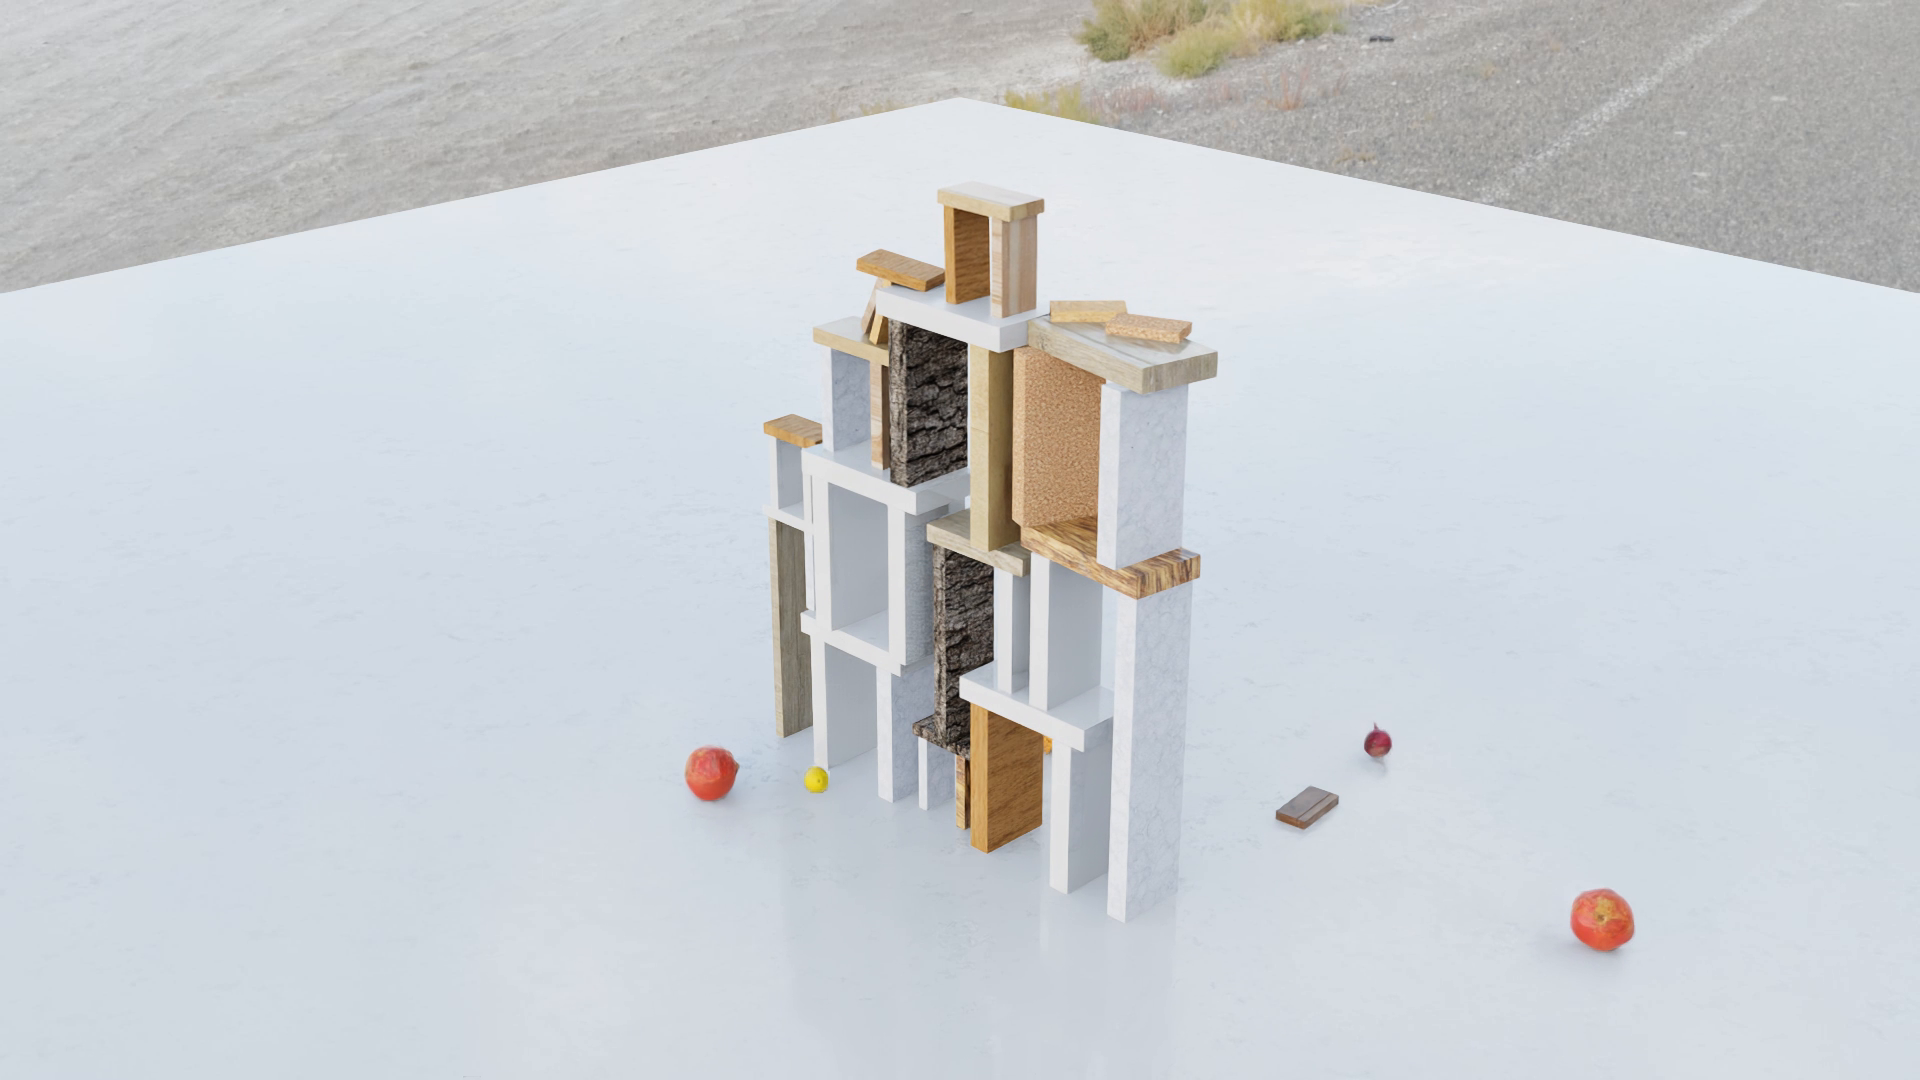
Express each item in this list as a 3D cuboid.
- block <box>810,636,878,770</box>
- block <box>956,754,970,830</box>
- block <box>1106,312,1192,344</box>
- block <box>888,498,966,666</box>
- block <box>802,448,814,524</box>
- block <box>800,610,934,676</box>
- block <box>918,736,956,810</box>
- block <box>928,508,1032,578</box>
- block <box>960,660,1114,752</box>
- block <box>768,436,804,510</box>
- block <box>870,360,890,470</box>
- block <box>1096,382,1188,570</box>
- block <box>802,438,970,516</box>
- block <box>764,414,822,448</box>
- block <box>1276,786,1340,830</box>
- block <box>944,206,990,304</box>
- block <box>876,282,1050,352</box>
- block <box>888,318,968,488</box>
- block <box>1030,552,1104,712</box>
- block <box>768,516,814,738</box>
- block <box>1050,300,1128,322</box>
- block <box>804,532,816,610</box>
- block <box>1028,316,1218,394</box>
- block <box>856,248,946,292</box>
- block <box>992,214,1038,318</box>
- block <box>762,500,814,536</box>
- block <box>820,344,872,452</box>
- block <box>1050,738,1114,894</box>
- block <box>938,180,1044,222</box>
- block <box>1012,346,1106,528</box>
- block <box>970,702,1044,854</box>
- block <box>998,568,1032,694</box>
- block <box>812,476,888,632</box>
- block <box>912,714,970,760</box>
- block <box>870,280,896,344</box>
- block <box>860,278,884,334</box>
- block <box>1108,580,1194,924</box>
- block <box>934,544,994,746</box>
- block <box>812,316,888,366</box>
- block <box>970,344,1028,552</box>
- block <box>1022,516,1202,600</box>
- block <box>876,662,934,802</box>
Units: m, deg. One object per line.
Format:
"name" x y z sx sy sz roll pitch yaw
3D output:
"block" -0.240 0.319 4.627 0.042 0.298 0.149 21 31 41
"block" 0.029 0.491 4.396 0.023 0.162 0.081 21 31 40
"block" 0.329 -0.370 3.827 0.135 0.019 0.068 10 25 22
"block" -0.065 0.067 4.313 0.163 0.327 0.046 -21 31 -40
"block" -0.282 -0.120 4.469 0.022 0.158 0.079 20 30 39
"block" -0.171 0.190 4.496 0.149 0.042 0.298 -21 31 -41
"block" -0.047 0.461 4.466 0.023 0.162 0.081 21 31 40
"block" 0.069 0.002 4.152 0.247 0.035 0.124 21 31 40
"block" 0.168 0.303 4.177 0.317 0.045 0.158 21 31 40
"block" -0.354 -0.150 4.537 0.079 0.158 0.022 -21 31 -40
"block" -0.123 -0.253 4.256 0.030 0.215 0.108 21 31 40
"block" 0.317 -0.125 3.810 0.163 0.327 0.046 -18 29 -36
"block" -0.141 -0.135 4.312 0.327 0.046 0.163 21 31 41
"block" -0.317 -0.218 4.468 0.158 0.022 0.079 21 31 40
"block" 0.705 0.542 4.459 0.068 0.019 0.135 17 29 35
"block" 0.014 -0.525 3.986 0.090 0.179 0.025 -21 29 -40
"block" 0.016 -0.419 4.026 0.163 0.046 0.327 -20 30 -39
"block" -0.059 -0.277 4.170 0.046 0.327 0.163 21 31 40
"block" 0.199 0.149 4.089 0.044 0.308 0.154 21 30 40
"block" -0.359 0.178 4.687 0.024 0.512 0.086 21 31 41
"block" 0.228 -0.408 3.915 0.135 0.019 0.067 0 23 0
"block" -0.279 0.053 4.546 0.086 0.172 0.024 -21 31 -40
"block" 0.279 -0.335 3.828 0.163 0.046 0.327 -15 27 -31
"block" -0.108 -0.505 4.115 0.155 0.022 0.077 21 32 26
"block" 0.097 -0.491 3.907 0.090 0.179 0.025 -21 30 -40
"block" -0.320 -0.053 4.544 0.086 0.024 0.172 -21 31 -40
"block" -0.224 -0.293 4.350 0.030 0.215 0.108 21 31 40
"block" 0.243 0.500 4.177 0.045 0.317 0.158 21 31 40
"block" 0.054 -0.603 3.908 0.090 0.025 0.179 -21 31 -40
"block" 0.179 -0.193 3.972 0.163 0.327 0.046 -10 25 -22
"block" 0.093 0.441 4.315 0.158 0.317 0.045 -21 31 -41
"block" 0.127 0.154 4.153 0.035 0.247 0.124 21 31 40
"block" -0.219 0.007 4.456 0.163 0.327 0.046 -21 31 -41
"block" -0.009 0.391 4.396 0.162 0.023 0.081 21 31 40
"block" -0.124 -0.440 4.165 0.071 0.141 0.020 -20 50 -38
"block" -0.135 -0.460 4.209 0.077 0.155 0.022 -14 59 -29
"block" 0.346 0.377 4.016 0.154 0.669 0.044 -21 31 -41
"block" 0.008 0.189 4.298 0.124 0.424 0.035 -18 29 -36
"block" -0.173 -0.386 4.255 0.215 0.030 0.108 21 31 40
"block" 0.094 -0.188 4.048 0.163 0.396 0.046 -21 30 -40
"block" 0.268 0.018 3.947 0.154 0.044 0.308 -18 29 -35
"block" -0.100 0.374 4.498 0.042 0.298 0.149 21 31 41
